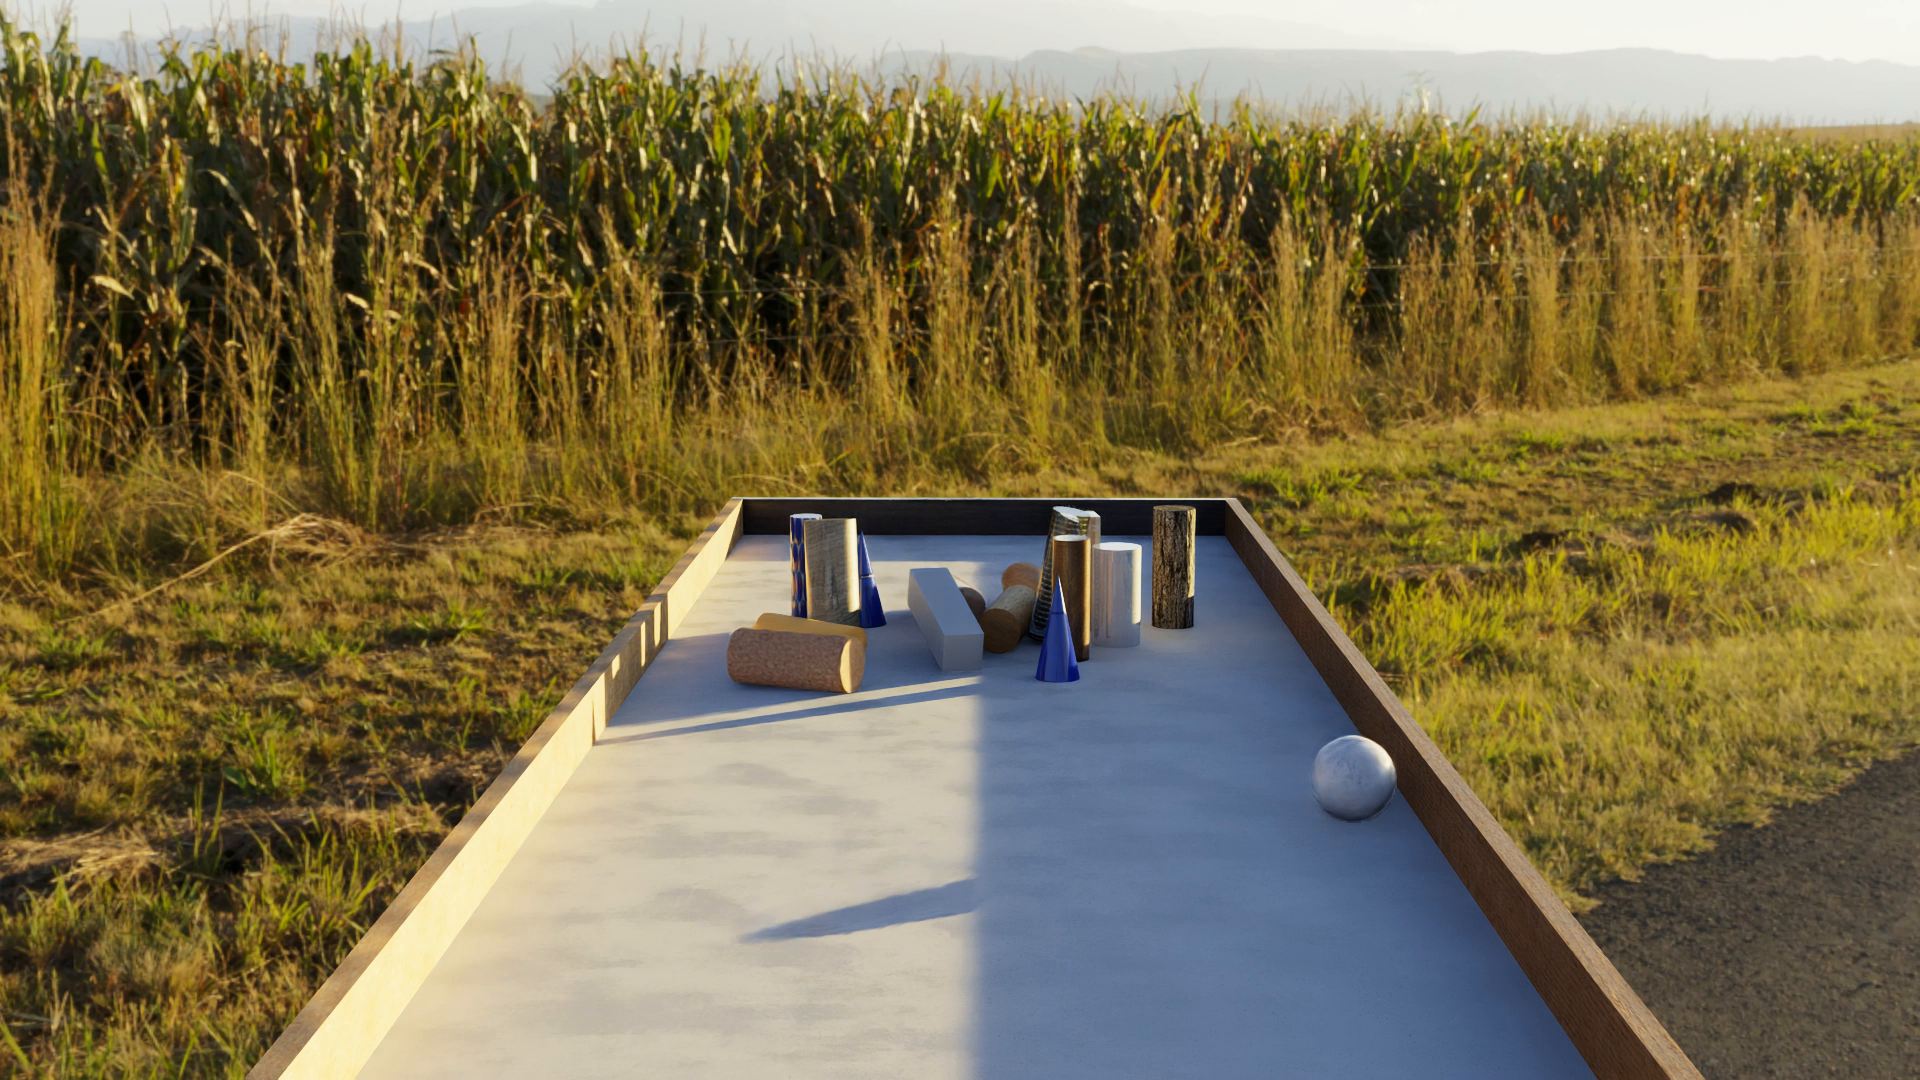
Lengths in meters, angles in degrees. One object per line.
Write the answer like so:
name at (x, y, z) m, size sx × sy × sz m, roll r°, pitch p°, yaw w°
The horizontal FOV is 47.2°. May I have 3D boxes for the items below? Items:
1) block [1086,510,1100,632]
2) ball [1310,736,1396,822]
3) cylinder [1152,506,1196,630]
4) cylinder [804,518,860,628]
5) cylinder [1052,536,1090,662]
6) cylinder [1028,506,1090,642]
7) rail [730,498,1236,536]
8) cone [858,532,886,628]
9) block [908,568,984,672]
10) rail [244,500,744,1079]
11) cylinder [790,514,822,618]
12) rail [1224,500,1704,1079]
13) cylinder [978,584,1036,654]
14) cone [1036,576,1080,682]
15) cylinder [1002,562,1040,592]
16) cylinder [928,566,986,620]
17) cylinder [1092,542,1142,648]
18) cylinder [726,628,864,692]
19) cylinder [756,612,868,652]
block at (0.379, 0.101, 7.172) m, size 0.133 × 0.375 × 0.133 m, roll -1°, pitch 9°, yaw -7°
ball at (0.890, 0.540, 4.985) m, size 0.193 × 0.193 × 0.193 m, roll 0°, pitch 9°, yaw 0°
cylinder at (0.700, 0.088, 7.210) m, size 0.138 × 0.390 × 0.138 m, roll 0°, pitch 9°, yaw 0°
cylinder at (-0.403, 0.126, 6.944) m, size 0.165 × 0.381 × 0.165 m, roll -2°, pitch 3°, yaw 0°
cylinder at (0.337, 0.178, 6.694) m, size 0.116 × 0.373 × 0.116 m, roll 0°, pitch 9°, yaw 0°
cylinder at (0.312, 0.112, 6.921) m, size 0.120 × 0.418 × 0.120 m, roll 10°, pitch 12°, yaw -2°
rail at (0.099, -0.098, 9.147) m, size 2.100 × 0.150 × 0.050 m, roll 0°, pitch 9°, yaw 1°
cone at (-0.322, 0.121, 7.237) m, size 0.160 × 0.315 × 0.160 m, roll 0°, pitch 9°, yaw 0°
block at (-0.047, 0.238, 6.721) m, size 0.121 × 0.121 × 0.448 m, roll -2°, pitch 26°, yaw -15°
rail at (-1.004, 0.839, 3.234) m, size 0.050 × 0.150 × 12.000 m, roll 0°, pitch 9°, yaw 1°
cylinder at (-0.502, 0.102, 7.193) m, size 0.103 × 0.366 × 0.103 m, roll 0°, pitch 9°, yaw 0°
rail at (1.046, 0.843, 3.208) m, size 0.050 × 0.150 × 12.000 m, roll 0°, pitch 9°, yaw 1°
cylinder at (0.156, 0.248, 6.986) m, size 0.143 × 0.143 × 0.426 m, roll 2°, pitch 9°, yaw 11°
cone at (0.286, 0.250, 6.434) m, size 0.132 × 0.311 × 0.132 m, roll 0°, pitch 9°, yaw 0°
cylinder at (0.277, 0.170, 7.541) m, size 0.124 × 0.124 × 0.395 m, roll -4°, pitch 10°, yaw -21°
cylinder at (-0.040, 0.197, 7.264) m, size 0.157 × 0.157 × 0.417 m, roll -2°, pitch 9°, yaw -14°
cylinder at (0.492, 0.173, 6.929) m, size 0.155 × 0.310 × 0.155 m, roll 0°, pitch 9°, yaw 0°
cylinder at (-0.473, 0.345, 6.327) m, size 0.365 × 0.159 × 0.159 m, roll 4°, pitch 10°, yaw 23°
cylinder at (-0.464, 0.297, 6.812) m, size 0.380 × 0.102 × 0.102 m, roll 7°, pitch 12°, yaw 39°
